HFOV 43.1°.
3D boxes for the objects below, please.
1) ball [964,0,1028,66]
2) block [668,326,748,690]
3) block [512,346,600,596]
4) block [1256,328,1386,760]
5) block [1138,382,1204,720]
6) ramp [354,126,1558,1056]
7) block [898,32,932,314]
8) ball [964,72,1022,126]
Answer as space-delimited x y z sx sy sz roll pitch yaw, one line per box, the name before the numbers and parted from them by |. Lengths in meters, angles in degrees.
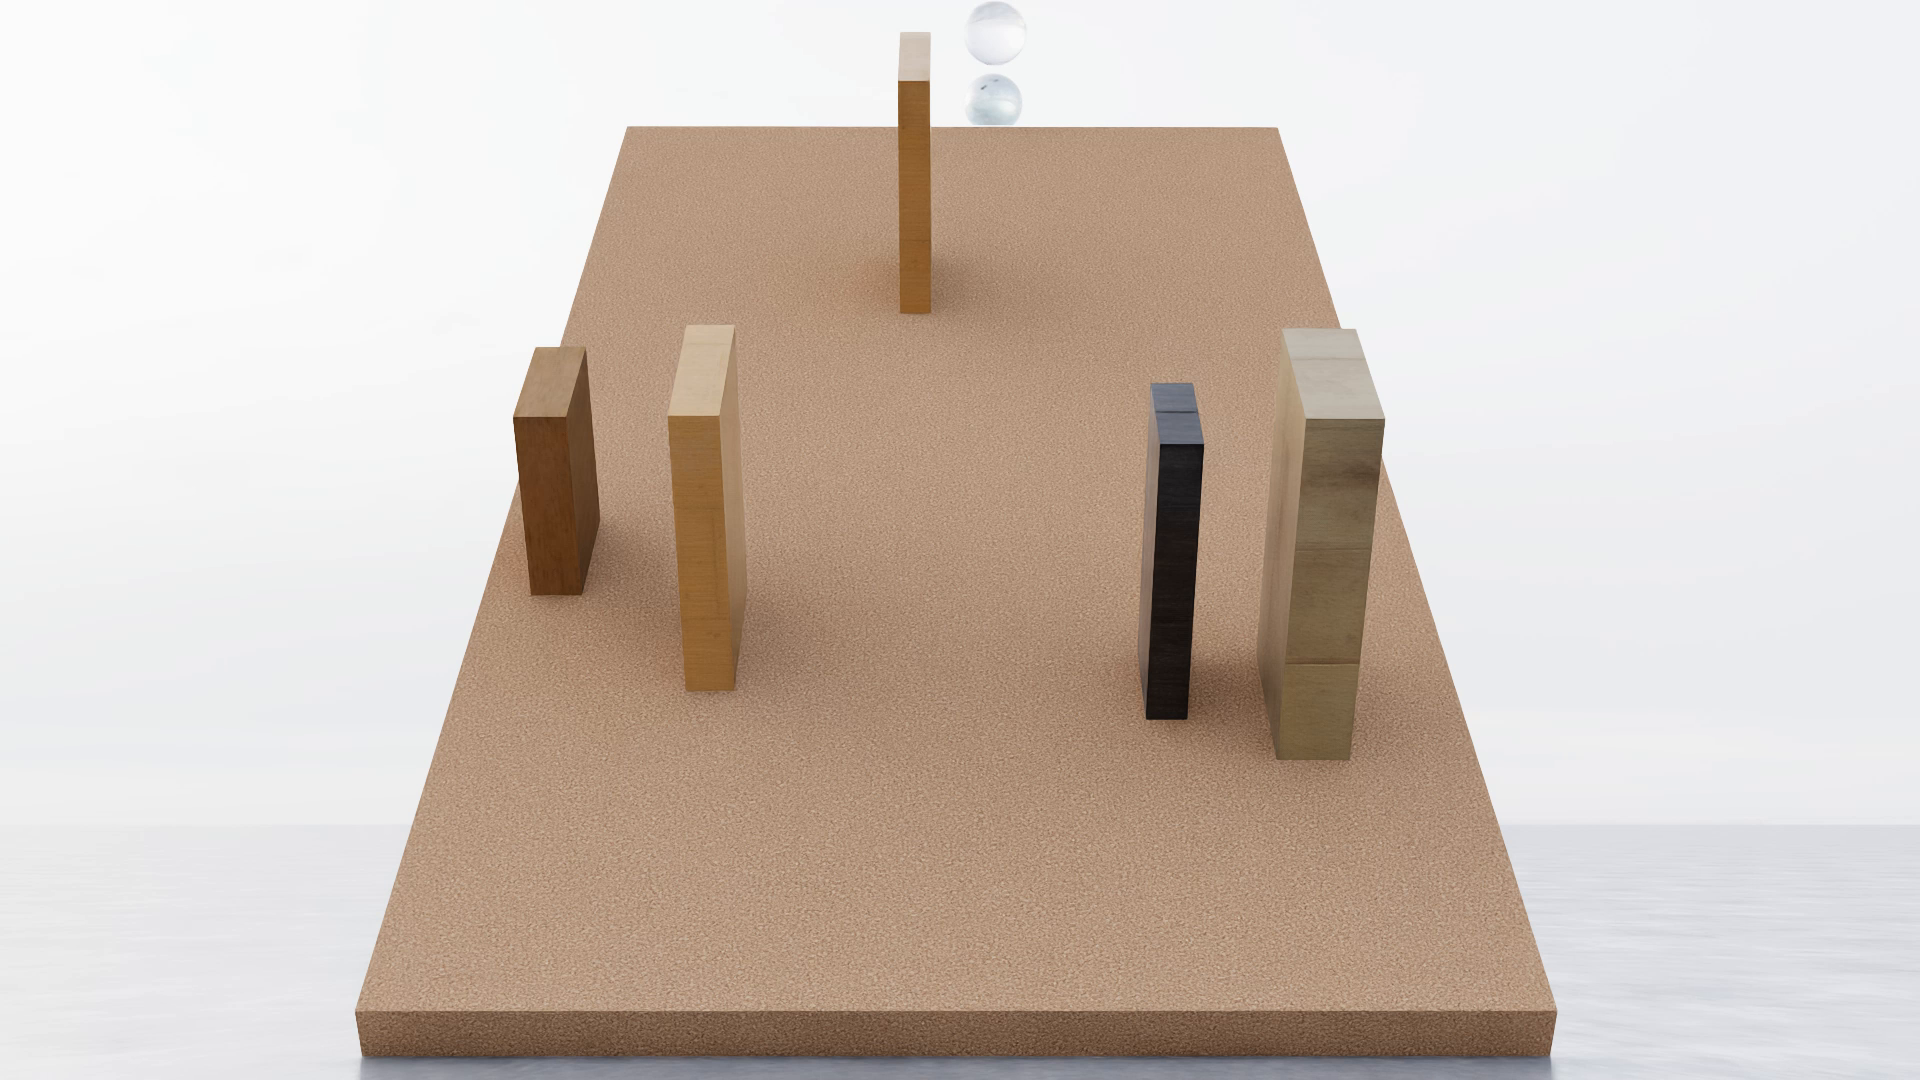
ball | 0.105 -1.513 7.253 0.191 0.191 0.191 0 -7 0
block | -0.498 -0.064 4.846 0.096 0.620 0.385 0 31 0
block | -0.854 -0.148 5.170 0.108 0.428 0.318 0 31 0
block | 0.676 0.011 4.611 0.140 0.739 0.361 0 31 0
block | 0.405 0.026 4.706 0.081 0.615 0.243 0 31 0
ramp | -0.014 -0.202 5.780 2.000 0.100 4.000 0 31 0
block | -0.116 -0.956 6.323 0.081 0.635 0.362 0 31 0
ball | 0.102 -1.354 7.535 0.185 0.185 0.185 0 -7 0
